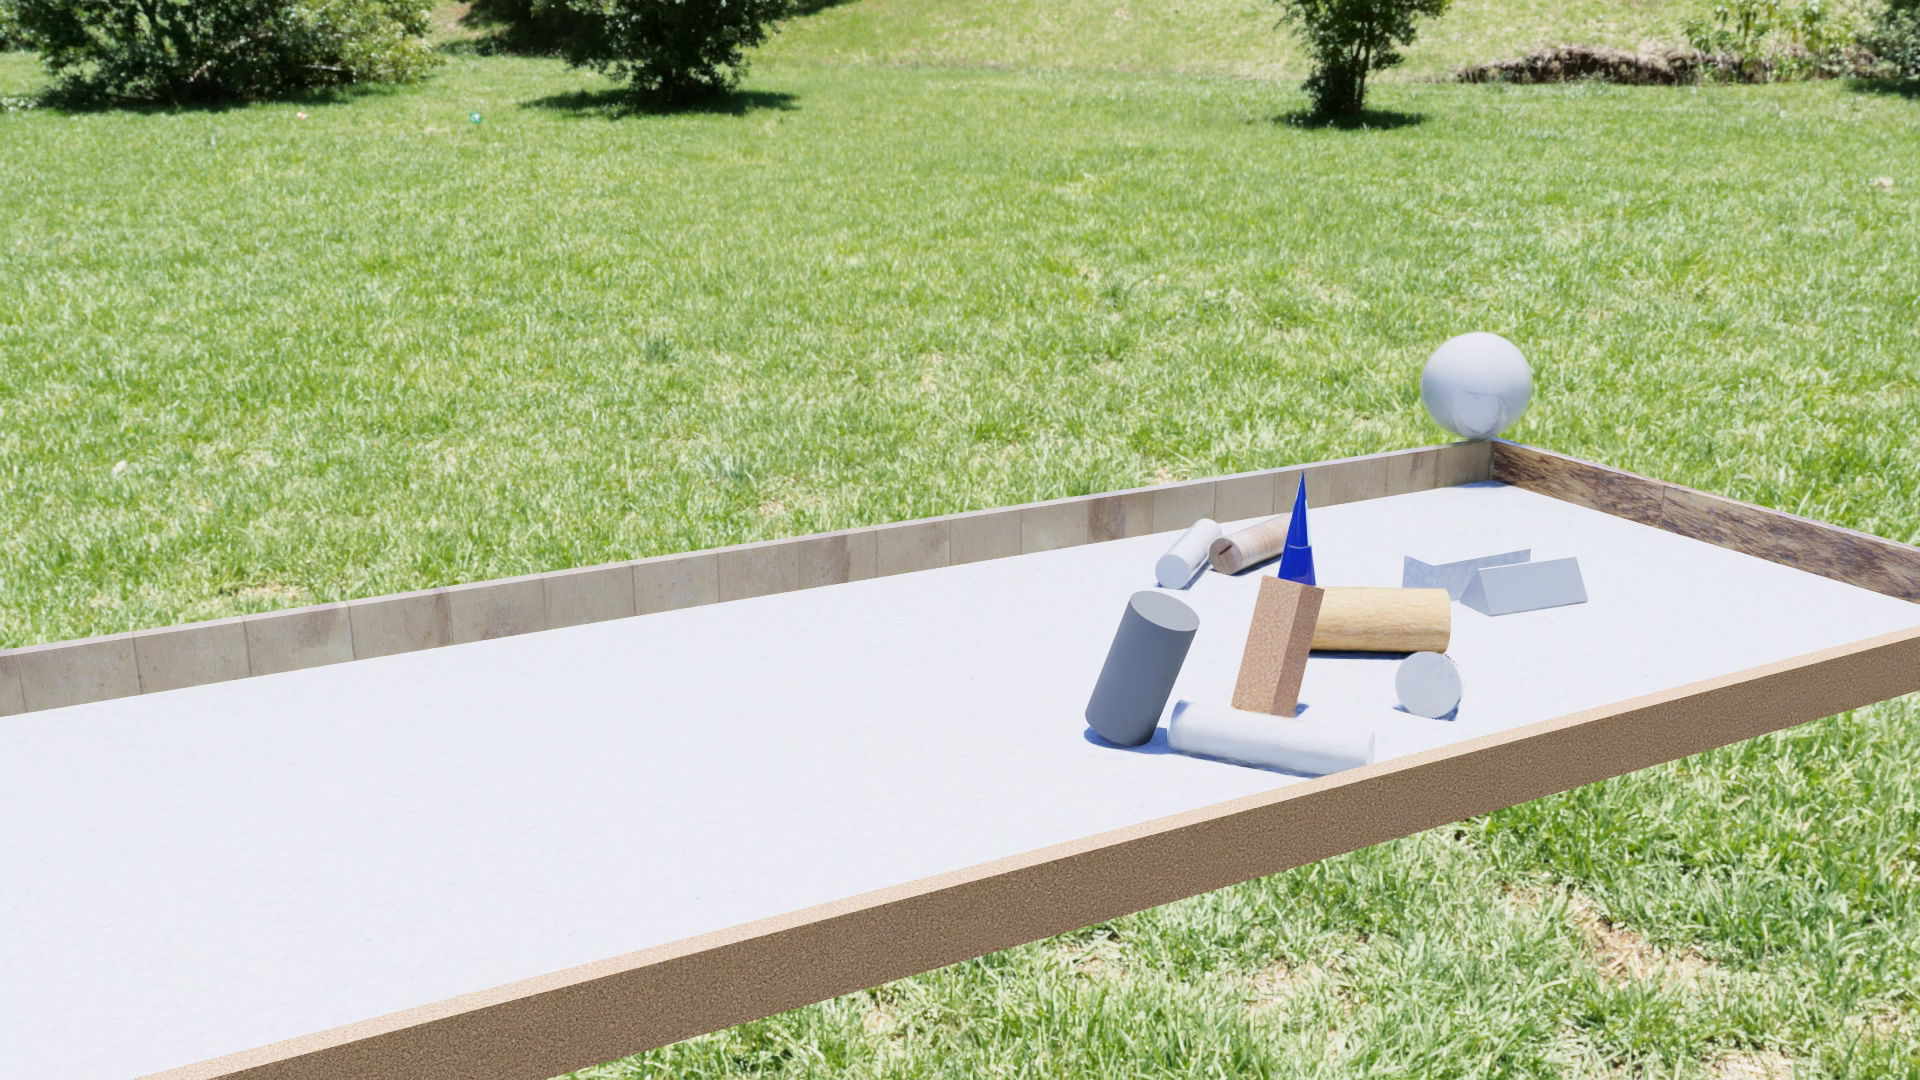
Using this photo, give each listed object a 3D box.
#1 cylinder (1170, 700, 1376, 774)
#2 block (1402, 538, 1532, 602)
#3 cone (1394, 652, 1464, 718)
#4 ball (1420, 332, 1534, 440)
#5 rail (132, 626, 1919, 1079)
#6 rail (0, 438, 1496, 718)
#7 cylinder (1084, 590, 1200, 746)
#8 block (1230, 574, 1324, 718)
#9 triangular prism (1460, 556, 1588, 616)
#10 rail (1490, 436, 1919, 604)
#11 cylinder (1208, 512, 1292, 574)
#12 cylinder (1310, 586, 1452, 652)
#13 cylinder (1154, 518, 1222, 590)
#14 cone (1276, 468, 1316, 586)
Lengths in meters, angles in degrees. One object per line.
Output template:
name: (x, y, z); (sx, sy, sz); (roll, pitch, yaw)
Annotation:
cylinder: (0.690, 0.443, 3.656); (0.437, 0.109, 0.109); (7, 18, 24)
block: (1.484, 0.091, 4.831); (0.376, 0.120, 0.120); (-8, 18, -26)
cone: (1.197, 0.342, 4.055); (0.158, 0.158, 0.333); (10, 6, 31)
ball: (1.898, -0.566, 6.061); (0.393, 0.393, 0.393); (0, 16, 0)
rail: (-2.336, 1.006, 1.665); (12.000, 0.150, 0.050); (-9, 18, -27)
rail: (-3.305, 0.497, 3.399); (12.000, 0.150, 0.050); (-9, 18, -27)
cylinder: (0.411, 0.291, 3.741); (0.165, 0.314, 0.165); (15, 26, -7)
block: (0.748, 0.255, 3.886); (0.108, 0.322, 0.108); (15, 2, 41)
triangular prism: (1.619, 0.121, 4.723); (0.344, 0.117, 0.136); (-6, 17, -21)
rail: (2.466, -0.048, 5.253); (0.050, 0.150, 2.100); (-9, 18, -27)
cylinder: (0.935, 0.008, 5.127); (0.114, 0.114, 0.401); (14, 22, 40)
cylinder: (1.053, 0.208, 4.346); (0.436, 0.169, 0.169); (1, 16, 3)
cylinder: (0.701, 0.039, 5.031); (0.107, 0.107, 0.417); (6, 18, 21)
cone: (0.914, 0.027, 4.457); (0.154, 0.454, 0.154); (0, 16, 0)
